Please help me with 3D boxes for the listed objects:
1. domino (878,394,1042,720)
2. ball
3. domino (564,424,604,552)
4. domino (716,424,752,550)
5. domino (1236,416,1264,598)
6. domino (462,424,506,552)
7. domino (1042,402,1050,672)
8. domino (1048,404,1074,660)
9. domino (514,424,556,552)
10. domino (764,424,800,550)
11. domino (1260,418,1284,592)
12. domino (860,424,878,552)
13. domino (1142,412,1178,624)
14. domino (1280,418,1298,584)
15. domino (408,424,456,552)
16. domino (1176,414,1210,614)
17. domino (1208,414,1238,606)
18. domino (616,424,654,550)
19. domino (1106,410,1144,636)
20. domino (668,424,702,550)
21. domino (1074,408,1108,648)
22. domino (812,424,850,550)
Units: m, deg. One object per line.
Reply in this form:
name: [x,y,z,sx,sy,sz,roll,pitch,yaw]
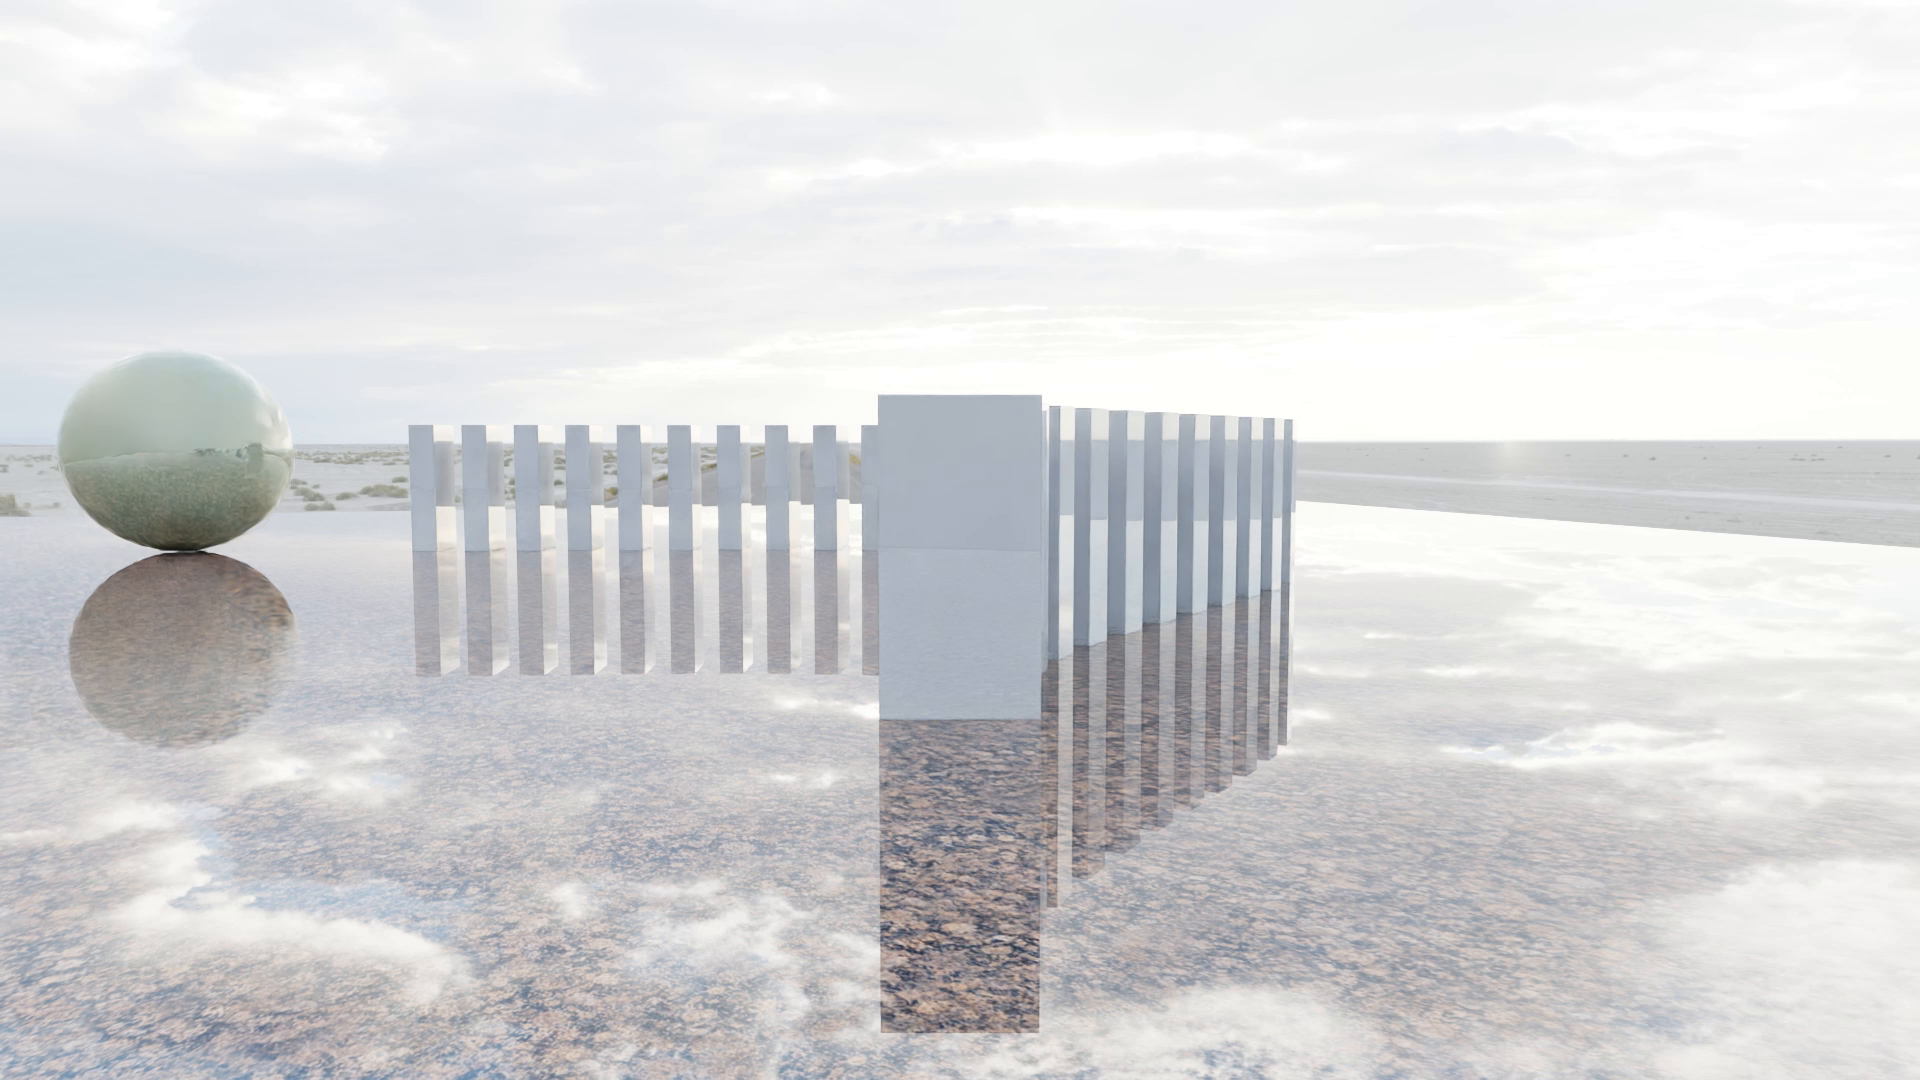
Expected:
domino: [0.000,0.002,0.201,0.025,0.050,0.009,0,4,0]
ball: [-0.308,-0.035,0.507,0.080,0.080,0.080,0,4,0]
domino: [-0.152,-0.022,0.521,0.009,0.050,0.025,0,4,-4]
domino: [-0.092,-0.022,0.524,0.010,0.050,0.025,0,4,-1]
domino: [0.071,-0.010,0.362,0.025,0.050,0.009,3,5,31]
domino: [-0.192,-0.021,0.518,0.010,0.050,0.025,0,4,-5]
domino: [0.003,0.000,0.240,0.025,0.050,0.009,1,4,14]
domino: [0.010,-0.002,0.259,0.025,0.050,0.009,2,5,22]
domino: [-0.172,-0.021,0.519,0.010,0.050,0.025,0,4,-5]
domino: [-0.072,-0.022,0.524,0.009,0.050,0.025,0,4,3]
domino: [0.081,-0.011,0.379,0.025,0.050,0.009,2,5,29]
domino: [-0.032,-0.021,0.519,0.009,0.050,0.025,1,4,9]
domino: [0.039,-0.006,0.311,0.025,0.050,0.009,3,5,32]
domino: [0.091,-0.012,0.397,0.025,0.050,0.009,2,5,23]
domino: [-0.212,-0.021,0.516,0.009,0.050,0.025,0,4,-5]
domino: [0.050,-0.007,0.328,0.025,0.050,0.009,3,5,33]
domino: [0.061,-0.008,0.345,0.025,0.050,0.009,3,5,32]
domino: [-0.132,-0.022,0.522,0.009,0.050,0.025,0,4,-4]
domino: [0.029,-0.005,0.294,0.025,0.050,0.009,3,5,31]
domino: [-0.112,-0.022,0.523,0.009,0.050,0.025,0,4,-3]
domino: [0.018,-0.003,0.277,0.025,0.050,0.009,2,5,29]
domino: [-0.052,-0.022,0.522,0.009,0.050,0.025,0,4,6]
